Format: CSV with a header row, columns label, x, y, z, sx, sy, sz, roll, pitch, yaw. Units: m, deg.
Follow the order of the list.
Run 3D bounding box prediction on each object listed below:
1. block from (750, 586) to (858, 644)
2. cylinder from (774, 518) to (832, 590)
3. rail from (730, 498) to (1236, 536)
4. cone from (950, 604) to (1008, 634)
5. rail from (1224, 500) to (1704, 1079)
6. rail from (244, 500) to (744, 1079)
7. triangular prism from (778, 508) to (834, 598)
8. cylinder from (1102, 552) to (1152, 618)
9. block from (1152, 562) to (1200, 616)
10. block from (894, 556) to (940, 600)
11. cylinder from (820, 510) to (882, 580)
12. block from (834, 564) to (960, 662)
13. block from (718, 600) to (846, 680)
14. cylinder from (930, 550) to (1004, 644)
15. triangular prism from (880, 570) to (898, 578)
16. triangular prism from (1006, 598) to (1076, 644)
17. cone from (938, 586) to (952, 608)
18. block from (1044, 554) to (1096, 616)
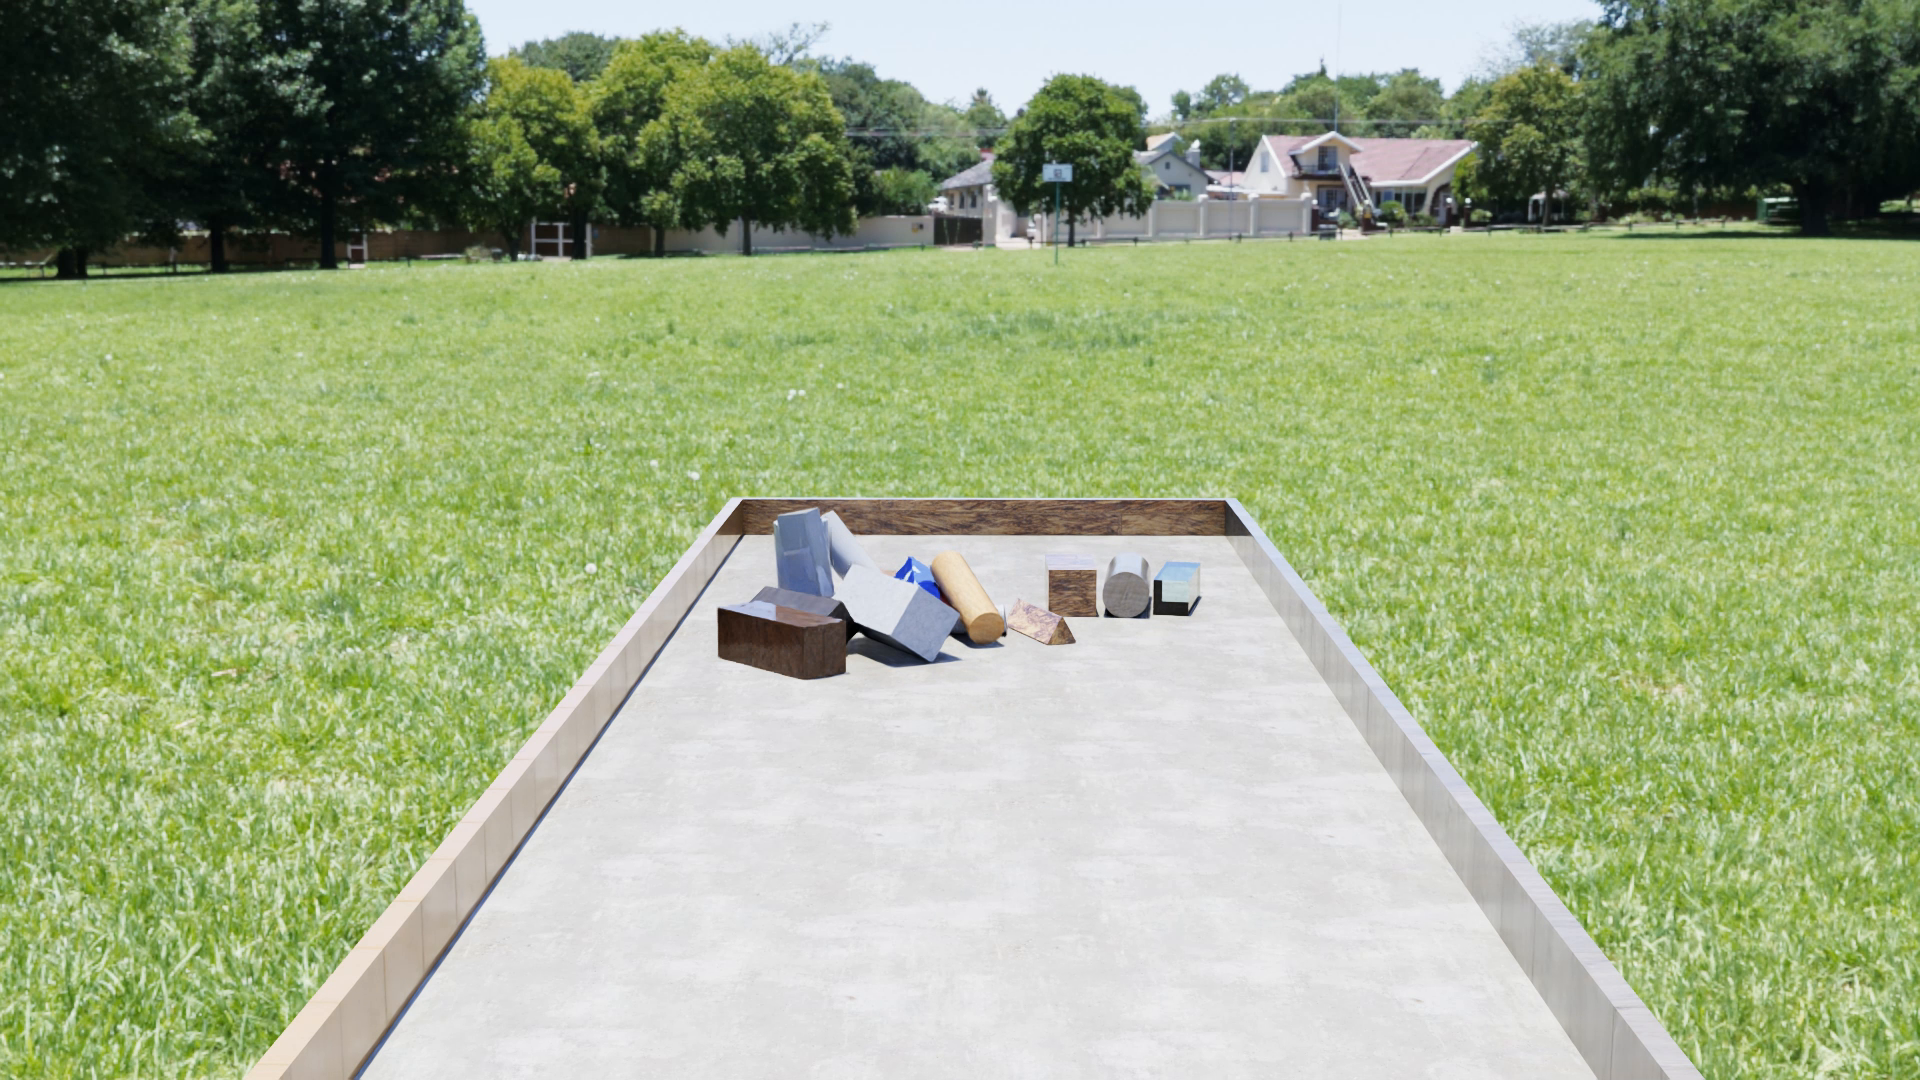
label,x,y,z,sx,sy,sz,roll,pitch,yaw
block,-0.502,0.252,6.875,0.371,0.123,0.123,9,47,45
cylinder,-0.510,0.108,7.200,0.179,0.344,0.179,-3,8,0
rail,0.099,-0.098,9.147,2.100,0.150,0.050,0,9,1
cone,-0.057,0.277,7.101,0.410,0.100,0.100,-6,9,5
rail,1.046,0.843,3.208,0.050,0.150,12.000,0,9,1
rail,-1.004,0.839,3.234,0.050,0.150,12.000,0,9,1
triangular prism,-0.461,0.099,7.045,0.118,0.393,0.136,-17,9,-44
cylinder,0.574,0.152,7.550,0.157,0.157,0.414,1,9,6
block,0.749,0.166,7.579,0.120,0.120,0.380,2,9,12
block,-0.142,0.174,7.164,0.104,0.104,0.371,35,11,-13
cylinder,-0.351,0.089,7.292,0.121,0.382,0.121,-37,-11,-8
block,-0.212,0.224,6.826,0.173,0.173,0.456,35,-9,-29
block,-0.538,0.300,6.612,0.158,0.158,0.429,-8,12,-41
cylinder,0.021,0.182,7.050,0.118,0.118,0.407,-3,29,-19
triangular prism,-0.127,0.164,7.586,0.363,0.115,0.133,2,10,13
triangular prism,0.256,0.259,7.084,0.099,0.086,0.349,-4,10,-22
cone,-0.031,0.149,7.427,0.159,0.159,0.301,-2,18,-10
block,0.377,0.153,7.528,0.161,0.161,0.322,0,9,0
